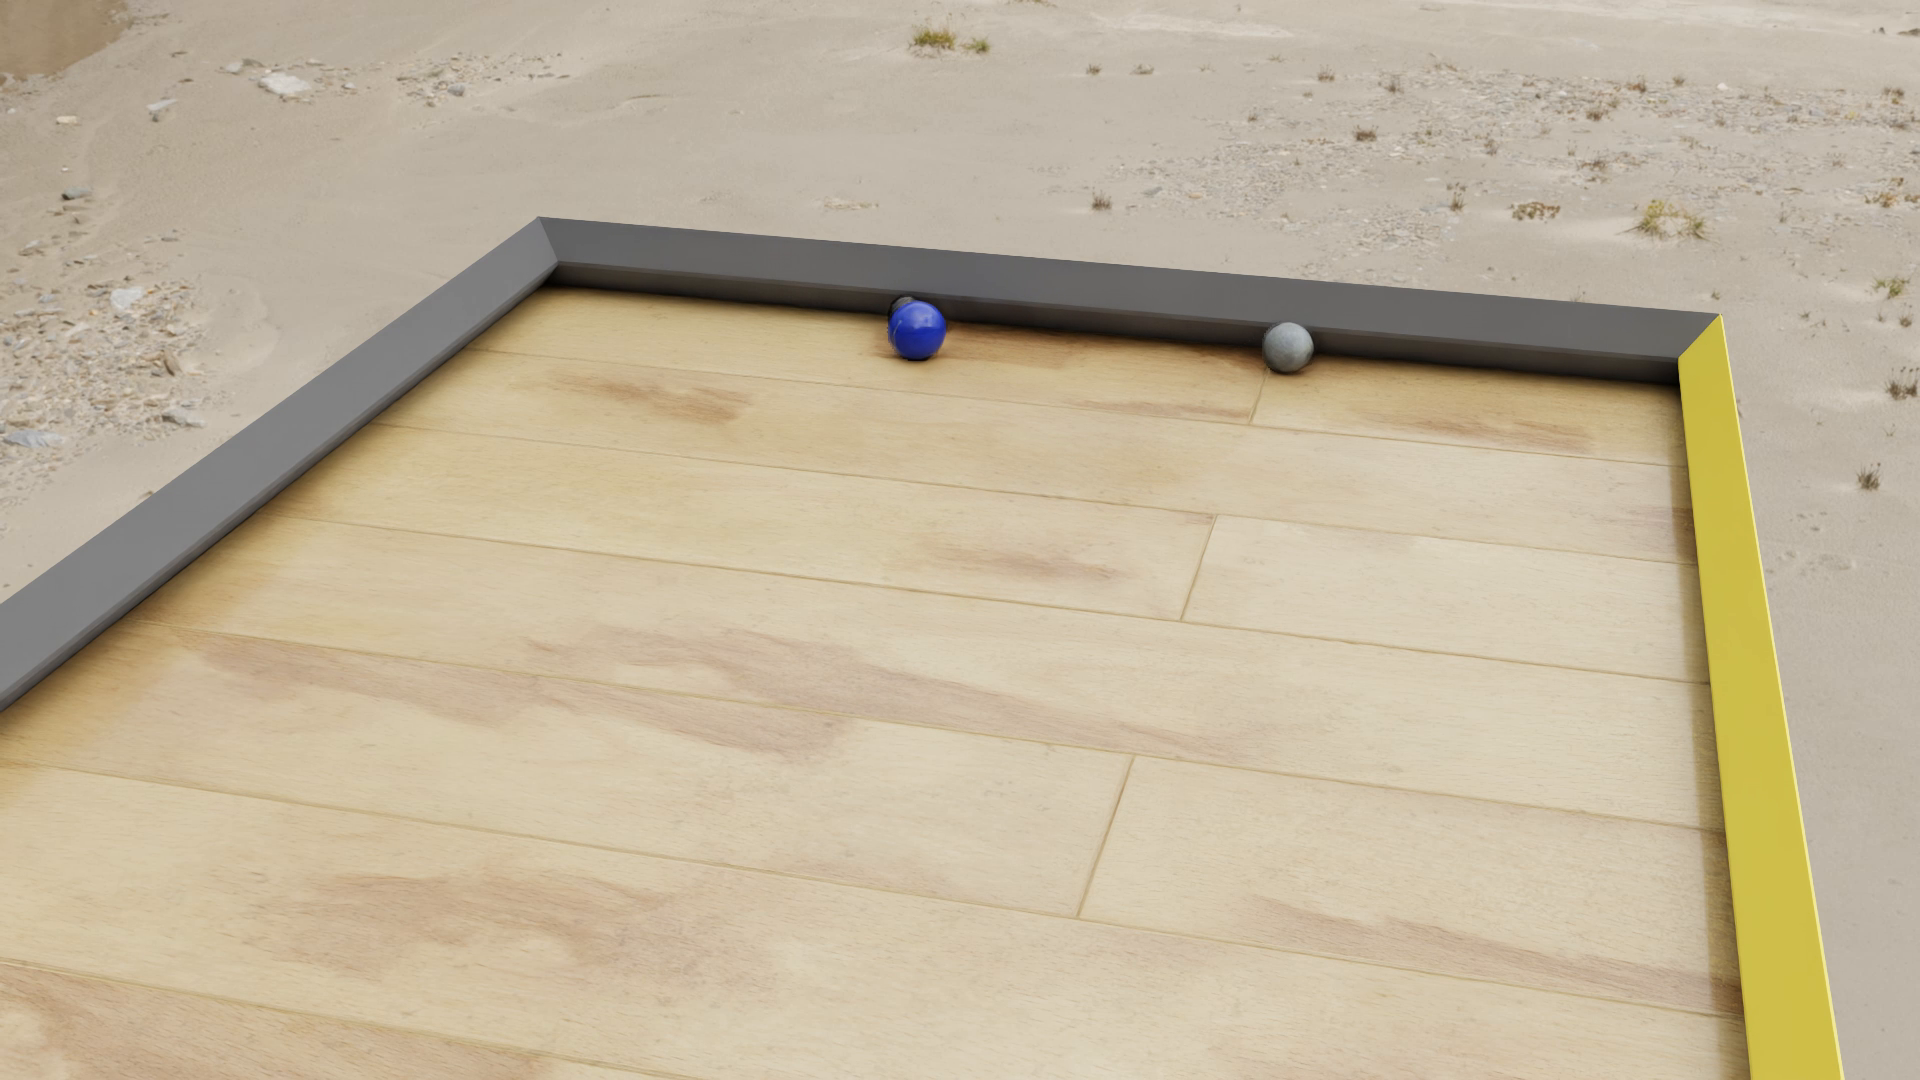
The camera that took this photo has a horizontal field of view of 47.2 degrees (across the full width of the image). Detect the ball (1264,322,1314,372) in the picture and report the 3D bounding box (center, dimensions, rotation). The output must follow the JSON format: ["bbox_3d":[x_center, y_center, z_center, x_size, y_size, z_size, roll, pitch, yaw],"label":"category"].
[{"bbox_3d":[0.404,-0.237,2.705,0.061,0.061,0.061,0,26,0],"label":"ball"}]

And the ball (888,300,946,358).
[{"bbox_3d":[-0.053,-0.262,2.744,0.072,0.072,0.072,0,26,0],"label":"ball"}]

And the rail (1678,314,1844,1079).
[{"bbox_3d":[0.547,0.356,1.456,0.045,0.094,2.754,6,27,13],"label":"rail"}]

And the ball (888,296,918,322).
[{"bbox_3d":[-0.068,-0.290,2.826,0.050,0.050,0.050,0,26,0],"label":"ball"}]

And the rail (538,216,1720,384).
[{"bbox_3d":[0.165,-0.301,2.798,1.529,0.094,0.045,6,27,13],"label":"rail"}]

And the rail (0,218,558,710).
[{"bbox_3d":[-0.888,0.195,1.785,0.045,0.094,2.754,6,27,13],"label":"rail"}]
